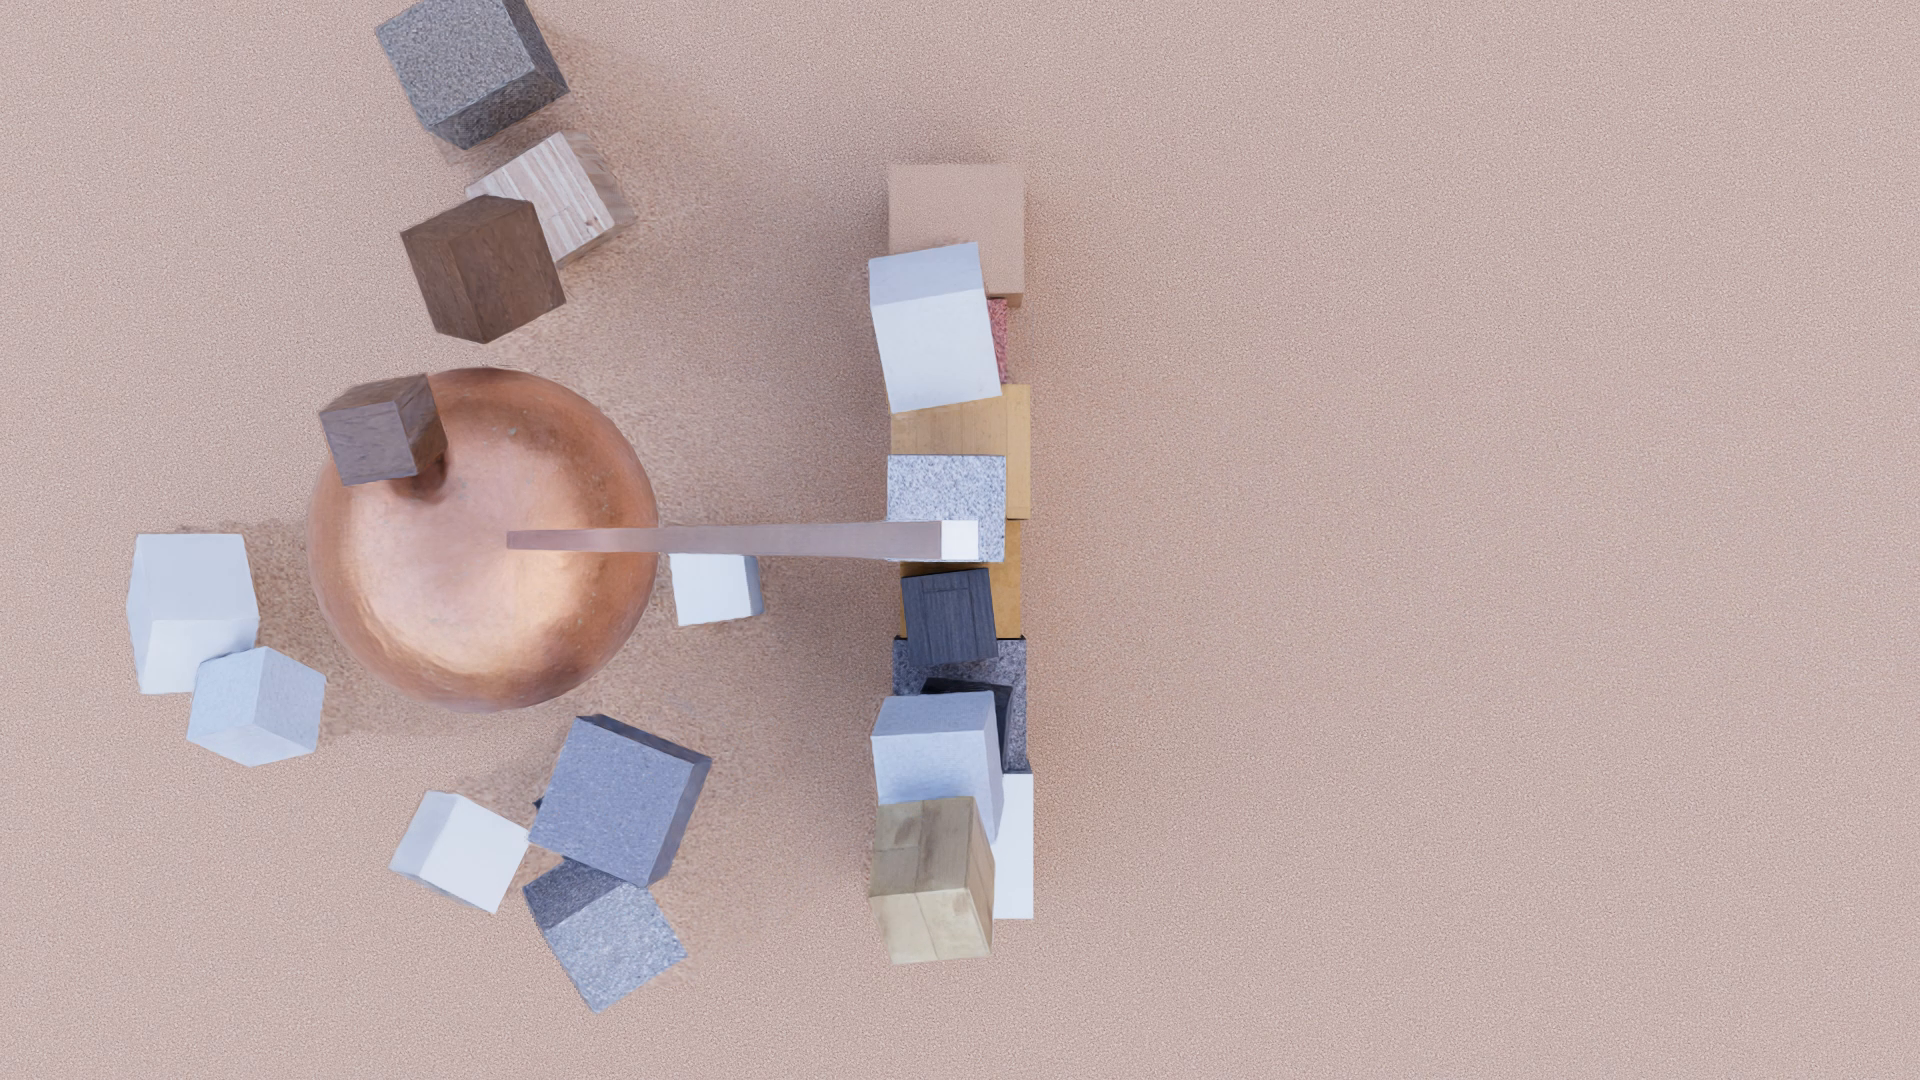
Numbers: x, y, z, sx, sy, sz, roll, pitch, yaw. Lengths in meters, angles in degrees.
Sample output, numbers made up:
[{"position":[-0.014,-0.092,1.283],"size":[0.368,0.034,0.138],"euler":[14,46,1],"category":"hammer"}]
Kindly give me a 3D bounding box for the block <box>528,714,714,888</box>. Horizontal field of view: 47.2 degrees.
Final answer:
[{"position":[-1.540,1.180,10.037],"size":[0.571,0.547,0.586],"euler":[21,88,4],"category":"block"}]

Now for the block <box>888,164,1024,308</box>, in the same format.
[{"position":[-0.019,-1.732,12.617],"size":[0.750,0.765,0.716],"euler":[0,90,0],"category":"block"}]

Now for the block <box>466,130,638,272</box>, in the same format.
[{"position":[-2.331,-1.919,12.629],"size":[0.639,0.590,0.599],"euler":[-29,96,9],"category":"block"}]

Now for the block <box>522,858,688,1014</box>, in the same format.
[{"position":[-1.920,2.058,11.868],"size":[0.570,0.608,0.572],"euler":[-31,113,-12],"category":"block"}]

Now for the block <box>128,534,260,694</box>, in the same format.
[{"position":[-4.348,0.411,12.452],"size":[0.564,0.603,0.661],"euler":[-1,46,-29],"category":"block"}]

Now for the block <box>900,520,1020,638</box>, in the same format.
[{"position":[0.002,0.220,12.647],"size":[0.672,0.707,0.653],"euler":[0,90,0],"category":"block"}]

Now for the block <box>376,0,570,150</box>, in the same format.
[{"position":[-2.785,-2.748,12.625],"size":[0.717,0.626,0.646],"euler":[-28,86,7],"category":"block"}]

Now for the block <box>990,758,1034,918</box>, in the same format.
[{"position":[0.017,1.691,12.568],"size":[0.775,0.865,0.796],"euler":[0,90,0],"category":"block"}]

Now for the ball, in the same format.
[{"position":[-2.191,0.000,10.158],"size":[1.600,1.600,1.600],"euler":[0,90,0],"category":"ball"}]

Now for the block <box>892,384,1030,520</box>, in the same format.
[{"position":[0.005,-0.491,12.610],"size":[0.771,0.780,0.743],"euler":[0,90,0],"category":"block"}]

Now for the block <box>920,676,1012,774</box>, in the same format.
[{"position":[0.014,1.055,12.031],"size":[0.479,0.452,0.465],"euler":[6,101,4],"category":"block"}]

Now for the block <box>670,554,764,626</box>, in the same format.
[{"position":[-1.414,0.227,12.777],"size":[0.424,0.411,0.475],"euler":[-8,90,5],"category":"block"}]

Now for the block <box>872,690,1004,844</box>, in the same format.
[{"position":[-0.107,1.204,11.532],"size":[0.580,0.562,0.634],"euler":[-4,106,7],"category":"block"}]

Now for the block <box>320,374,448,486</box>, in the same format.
[{"position":[-2.421,-0.463,9.258],"size":[0.345,0.346,0.329],"euler":[-8,111,13],"category":"block"}]

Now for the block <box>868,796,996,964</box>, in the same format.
[{"position":[-0.131,1.707,11.061],"size":[0.501,0.595,0.529],"euler":[-7,131,10],"category":"block"}]

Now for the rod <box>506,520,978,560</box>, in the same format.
[{"position":[-0.950,0.000,6.993],"size":[0.080,5.200,0.080],"euler":[0,90,-21],"category":"rod"}]

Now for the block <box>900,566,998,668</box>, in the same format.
[{"position":[-0.057,0.418,12.068],"size":[0.477,0.451,0.482],"euler":[-7,90,0],"category":"block"}]

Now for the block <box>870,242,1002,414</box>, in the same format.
[{"position":[-0.137,-1.161,11.988],"size":[0.604,0.616,0.645],"euler":[-9,121,2],"category":"block"}]

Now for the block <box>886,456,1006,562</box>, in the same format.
[{"position":[-0.073,-0.172,11.947],"size":[0.626,0.545,0.562],"euler":[1,91,0],"category":"block"}]

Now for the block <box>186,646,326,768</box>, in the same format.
[{"position":[-3.914,0.934,12.250],"size":[0.499,0.470,0.461],"euler":[-14,60,26],"category":"block"}]

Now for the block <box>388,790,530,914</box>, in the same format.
[{"position":[-2.554,1.591,11.244],"size":[0.445,0.520,0.444],"euler":[33,71,-25],"category":"block"}]

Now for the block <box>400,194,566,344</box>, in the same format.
[{"position":[-2.339,-1.336,10.807],"size":[0.497,0.460,0.537],"euler":[-34,122,-33],"category":"block"}]

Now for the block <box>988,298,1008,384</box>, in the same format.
[{"position":[0.015,-1.115,12.712],"size":[0.502,0.576,0.492],"euler":[0,90,0],"category":"block"}]

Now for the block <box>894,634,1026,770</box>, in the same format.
[{"position":[-0.001,0.924,12.657],"size":[0.747,0.685,0.726],"euler":[0,90,0],"category":"block"}]

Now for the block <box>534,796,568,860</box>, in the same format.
[{"position":[-2.096,1.590,12.742],"size":[0.438,0.417,0.491],"euler":[-29,91,14],"category":"block"}]
